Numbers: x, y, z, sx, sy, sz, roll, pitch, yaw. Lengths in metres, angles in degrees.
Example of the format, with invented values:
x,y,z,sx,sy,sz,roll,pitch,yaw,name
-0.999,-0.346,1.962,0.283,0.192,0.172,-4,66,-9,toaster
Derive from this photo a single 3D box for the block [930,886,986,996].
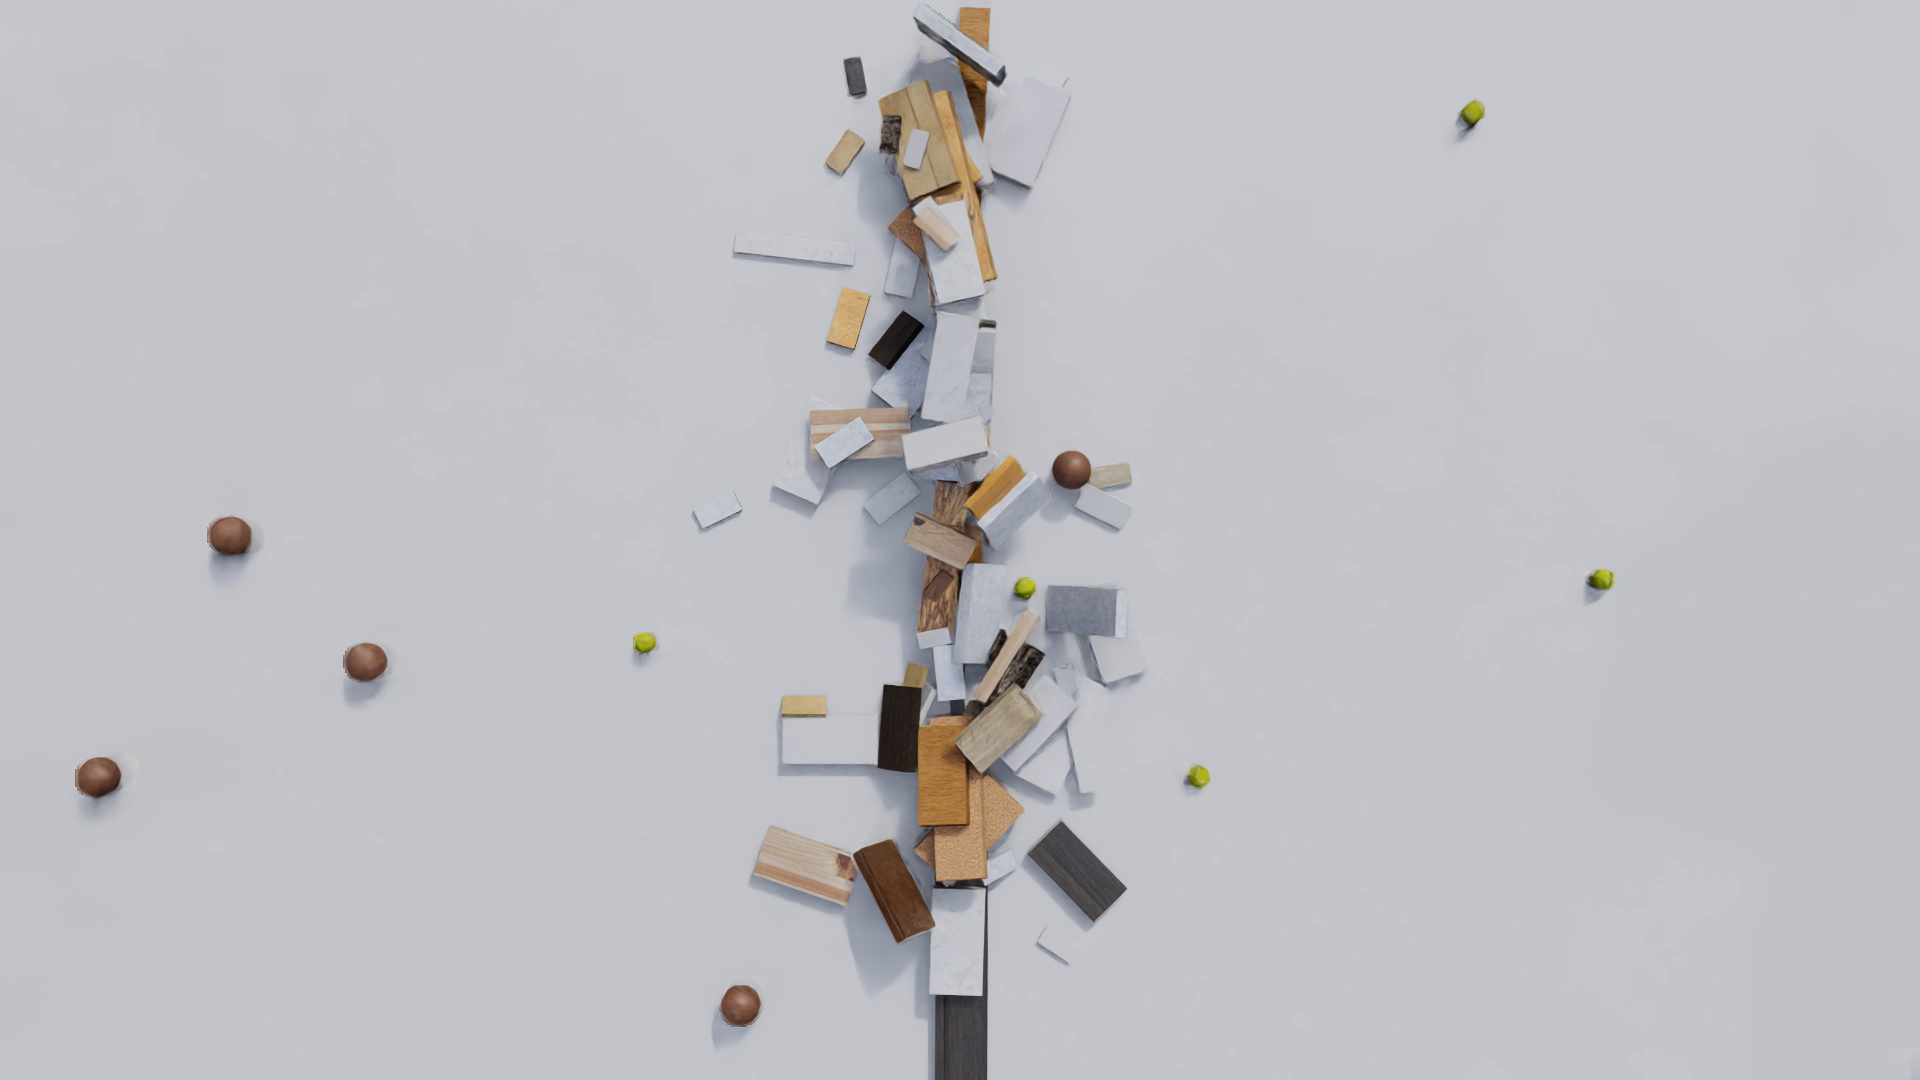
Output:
x,y,z,sx,sy,sz,roll,pitch,yaw,name
-0.009,1.317,5.426,0.173,0.049,0.346,2,90,0,block

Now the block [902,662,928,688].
x,y,z,sx,sy,sz,roll,pitch,yaw,name
-0.157,0.488,5.467,0.075,0.021,0.149,15,90,43,block

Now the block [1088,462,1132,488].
x,y,z,sx,sy,sz,roll,pitch,yaw,name
0.499,-0.214,5.490,0.140,0.020,0.070,-10,90,0,block

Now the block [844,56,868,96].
x,y,z,sx,sy,sz,roll,pitch,yaw,name
-0.348,-1.544,5.492,0.059,0.017,0.119,-10,90,0,block

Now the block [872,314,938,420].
x,y,z,sx,sy,sz,roll,pitch,yaw,name
-0.131,-0.574,5.477,0.162,0.046,0.324,38,90,0,block

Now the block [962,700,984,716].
x,y,z,sx,sy,sz,roll,pitch,yaw,name
0.035,0.581,5.479,0.048,0.014,0.096,24,104,-7,block

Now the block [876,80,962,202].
x,y,z,sx,sy,sz,roll,pitch,yaw,name
-0.132,-1.290,5.334,0.171,0.048,0.341,-18,91,19,block

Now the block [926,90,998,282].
x,y,z,sx,sy,sz,roll,pitch,yaw,name
-0.038,-1.132,5.373,0.171,0.048,0.623,-14,92,19,block

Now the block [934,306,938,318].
x,y,z,sx,sy,sz,roll,pitch,yaw,name
0.003,-0.678,5.342,0.123,0.035,0.247,-14,82,-6,block

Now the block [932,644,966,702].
x,y,z,sx,sy,sz,roll,pitch,yaw,name
-0.035,0.435,5.426,0.091,0.026,0.182,-6,94,0,block

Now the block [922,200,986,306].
x,y,z,sx,sy,sz,roll,pitch,yaw,name
-0.028,-0.908,5.216,0.151,0.043,0.302,-13,94,-4,block

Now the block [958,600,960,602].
x,y,z,sx,sy,sz,roll,pitch,yaw,name
-0.013,0.149,5.459,0.062,0.017,0.123,2,122,-2,block

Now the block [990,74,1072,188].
x,y,z,sx,sy,sz,roll,pitch,yaw,name
0.228,-1.351,5.458,0.163,0.046,0.327,23,96,2,block

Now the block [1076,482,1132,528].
x,y,z,sx,sy,sz,roll,pitch,yaw,name
0.477,-0.114,5.477,0.169,0.024,0.085,26,106,0,block

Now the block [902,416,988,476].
x,y,z,sx,sy,sz,roll,pitch,yaw,name
-0.045,-0.292,5.103,0.253,0.036,0.126,-14,62,8,block

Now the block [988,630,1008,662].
x,y,z,sx,sy,sz,roll,pitch,yaw,name
0.127,0.352,5.455,0.015,0.052,0.103,14,61,28,block

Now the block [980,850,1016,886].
x,y,z,sx,sy,sz,roll,pitch,yaw,name
0.121,1.083,5.456,0.132,0.019,0.066,-24,101,-27,block

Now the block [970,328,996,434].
x,y,z,sx,sy,sz,roll,pitch,yaw,name
0.020,-0.506,5.247,0.170,0.048,0.340,2,114,-1,block

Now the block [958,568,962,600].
x,y,z,sx,sy,sz,roll,pitch,yaw,name
-0.017,0.140,5.429,0.062,0.017,0.123,-3,119,1,block

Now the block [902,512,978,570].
x,y,z,sx,sy,sz,roll,pitch,yaw,name
-0.064,0.003,5.292,0.215,0.030,0.108,24,106,-8,block

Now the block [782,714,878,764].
x,y,z,sx,sy,sz,roll,pitch,yaw,name
-0.429,0.662,5.478,0.314,0.044,0.157,0,90,0,block

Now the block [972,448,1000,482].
x,y,z,sx,sy,sz,roll,pitch,yaw,name
0.077,-0.239,5.205,0.049,0.014,0.098,35,103,-12,block

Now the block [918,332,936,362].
x,y,z,sx,sy,sz,roll,pitch,yaw,name
-0.050,-0.658,5.442,0.088,0.025,0.176,42,90,0,block

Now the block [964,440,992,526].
x,y,z,sx,sy,sz,roll,pitch,yaw,name
0.019,-0.190,5.350,0.140,0.040,0.279,5,107,-2,block

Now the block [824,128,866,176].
x,y,z,sx,sy,sz,roll,pitch,yaw,name
-0.383,-1.291,5.490,0.069,0.020,0.139,35,90,0,block

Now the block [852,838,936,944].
x,y,z,sx,sy,sz,roll,pitch,yaw,name
-0.213,1.142,5.379,0.045,0.160,0.320,-39,71,31,block

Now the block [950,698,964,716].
x,y,z,sx,sy,sz,roll,pitch,yaw,name
-0.009,0.536,5.493,0.048,0.014,0.096,-4,90,0,block

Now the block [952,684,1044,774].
x,y,z,sx,sy,sz,roll,pitch,yaw,name
0.122,0.609,5.342,0.277,0.039,0.139,-42,109,-8,block

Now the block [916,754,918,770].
x,y,z,sx,sy,sz,roll,pitch,yaw,name
-0.108,0.747,5.489,0.077,0.022,0.155,-17,90,0,block

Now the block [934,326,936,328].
x,y,z,sx,sy,sz,roll,pitch,yaw,name
0.014,-0.605,5.427,0.123,0.035,0.247,-22,111,-11,block

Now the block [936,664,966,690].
x,y,z,sx,sy,sz,roll,pitch,yaw,name
-0.028,0.408,5.472,0.091,0.026,0.182,4,80,0,block

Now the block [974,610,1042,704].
x,y,z,sx,sy,sz,roll,pitch,yaw,name
0.157,0.382,5.416,0.047,0.164,0.329,32,90,8,block

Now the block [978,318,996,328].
x,y,z,sx,sy,sz,roll,pitch,yaw,name
0.017,-0.523,5.289,0.151,0.043,0.380,6,114,-3,block

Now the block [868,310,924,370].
x,y,z,sx,sy,sz,roll,pitch,yaw,name
-0.212,-0.661,5.463,0.094,0.027,0.188,38,90,34,block

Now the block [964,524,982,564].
x,y,z,sx,sy,sz,roll,pitch,yaw,name
0.003,-0.033,5.440,0.139,0.040,0.279,1,107,0,block

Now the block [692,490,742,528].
x,y,z,sx,sy,sz,roll,pitch,yaw,name
-0.806,-0.102,5.490,0.146,0.021,0.073,-26,90,0,block

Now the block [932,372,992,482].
x,y,z,sx,sy,sz,roll,pitch,yaw,name
0.003,-0.356,5.201,0.170,0.048,0.340,3,107,-1,block

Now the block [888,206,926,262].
x,y,z,sx,sy,sz,roll,pitch,yaw,name
-0.130,-1.002,5.458,0.200,0.028,0.100,42,90,1,block

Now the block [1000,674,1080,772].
x,y,z,sx,sy,sz,roll,pitch,yaw,name
0.235,0.603,5.430,0.150,0.043,0.301,45,100,16,block

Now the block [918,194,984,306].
x,y,z,sx,sy,sz,roll,pitch,yaw,name
-0.029,-0.931,5.304,0.171,0.048,0.341,-7,93,-5,block

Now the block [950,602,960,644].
x,y,z,sx,sy,sz,roll,pitch,yaw,name
-0.026,0.295,5.466,0.091,0.026,0.182,3,79,0,block

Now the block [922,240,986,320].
x,y,z,sx,sy,sz,roll,pitch,yaw,name
-0.016,-0.827,5.264,0.151,0.043,0.302,-11,94,-5,block
